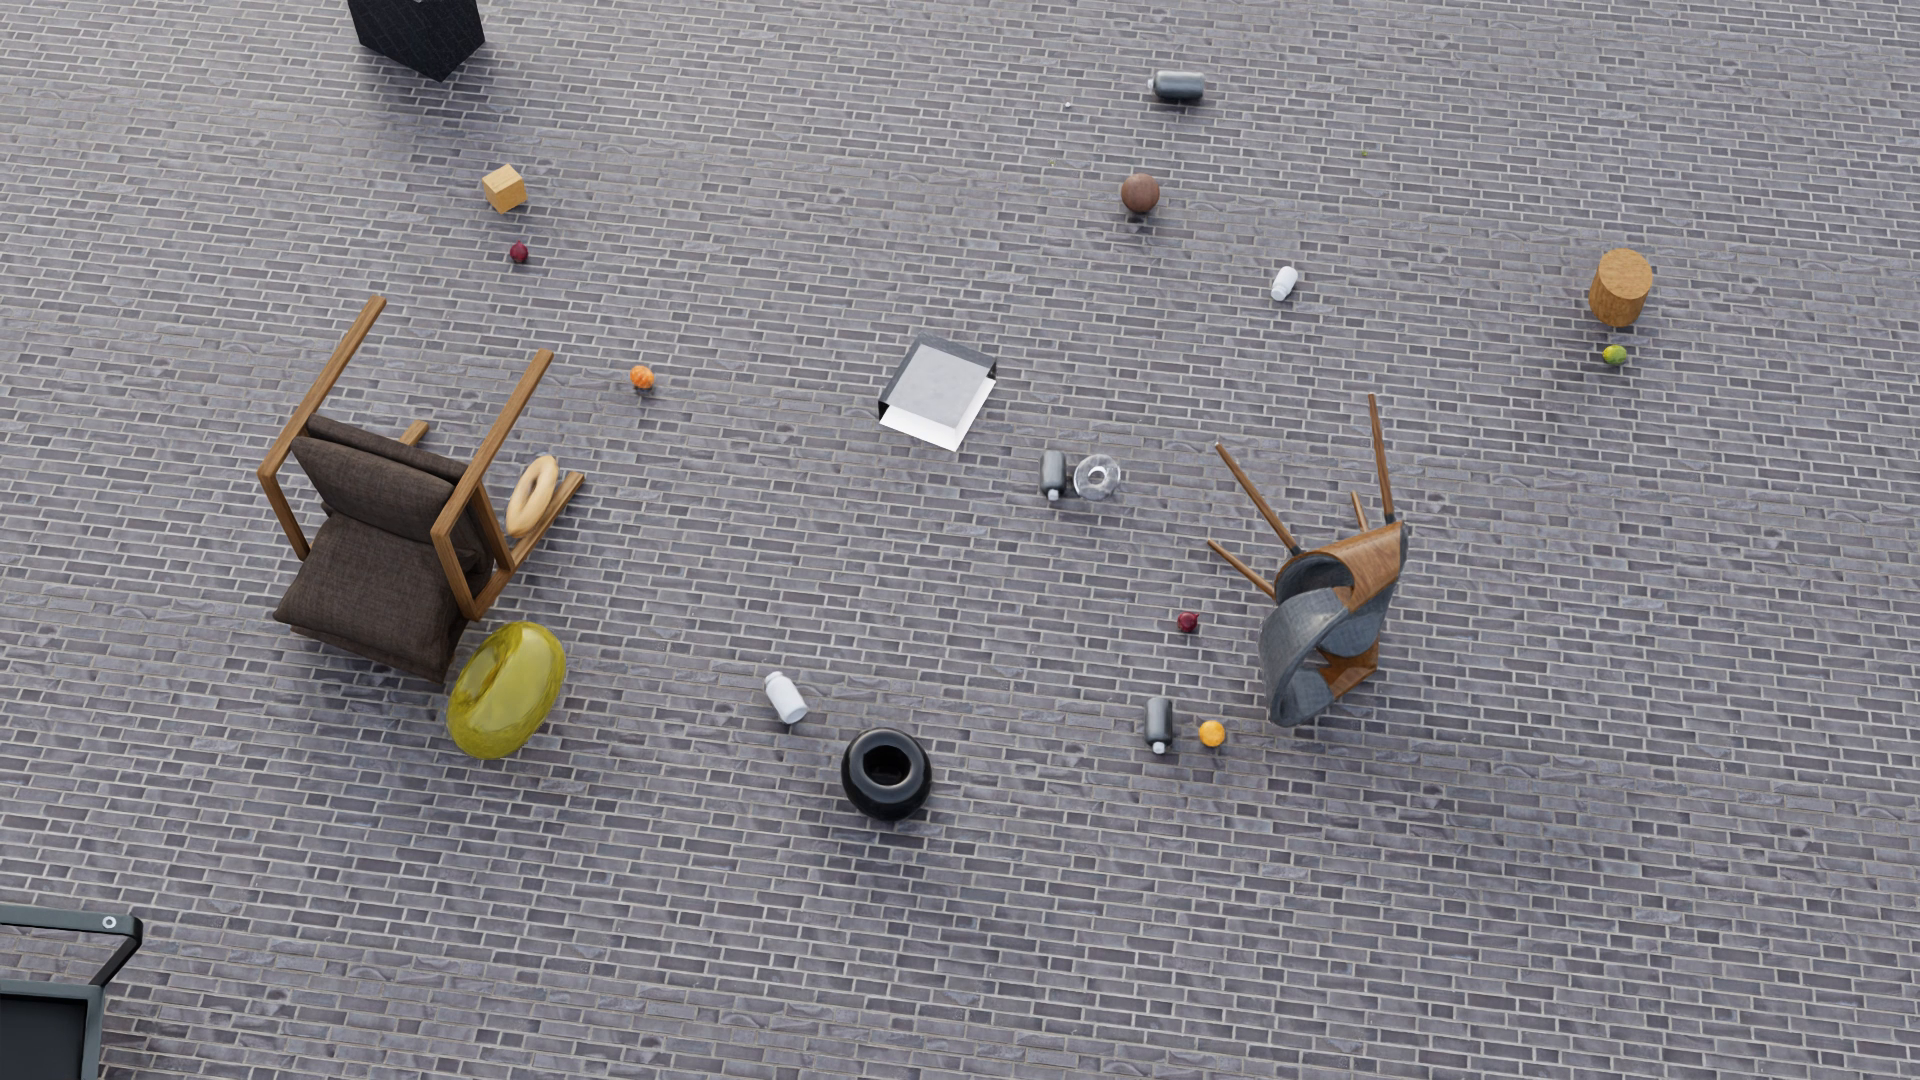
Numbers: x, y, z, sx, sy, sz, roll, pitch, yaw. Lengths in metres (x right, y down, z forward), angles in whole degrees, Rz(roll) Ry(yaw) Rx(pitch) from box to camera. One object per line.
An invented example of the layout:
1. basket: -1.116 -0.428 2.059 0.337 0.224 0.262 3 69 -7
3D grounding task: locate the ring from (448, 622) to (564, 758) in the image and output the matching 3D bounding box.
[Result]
1. ring: -1.262 0.414 6.109 0.406 0.178 0.350 -59 31 -7

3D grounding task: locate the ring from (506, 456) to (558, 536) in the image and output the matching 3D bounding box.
1. ring: -1.281 -0.132 6.579 0.165 0.053 0.350 -24 36 27

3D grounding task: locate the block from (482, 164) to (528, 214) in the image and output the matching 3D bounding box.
1. block: -1.510 -1.164 7.293 0.105 0.103 0.085 -35 63 -21

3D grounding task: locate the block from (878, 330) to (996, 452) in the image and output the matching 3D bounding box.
1. block: -0.069 -0.463 6.815 0.260 0.116 0.303 21 59 14

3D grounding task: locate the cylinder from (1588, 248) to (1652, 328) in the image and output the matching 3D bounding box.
1. cylinder: 2.111 -0.807 7.032 0.169 0.139 0.213 5 56 4

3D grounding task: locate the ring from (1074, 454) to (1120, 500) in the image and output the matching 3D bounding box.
1. ring: 0.416 -0.190 6.680 0.137 0.037 0.178 17 59 10

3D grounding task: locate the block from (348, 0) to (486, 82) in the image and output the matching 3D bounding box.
1. block: -1.893 -1.856 7.599 0.365 0.367 0.246 28 60 17

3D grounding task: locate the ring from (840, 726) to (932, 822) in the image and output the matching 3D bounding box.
1. ring: -0.203 0.644 6.054 0.248 0.150 0.269 -26 61 -19
